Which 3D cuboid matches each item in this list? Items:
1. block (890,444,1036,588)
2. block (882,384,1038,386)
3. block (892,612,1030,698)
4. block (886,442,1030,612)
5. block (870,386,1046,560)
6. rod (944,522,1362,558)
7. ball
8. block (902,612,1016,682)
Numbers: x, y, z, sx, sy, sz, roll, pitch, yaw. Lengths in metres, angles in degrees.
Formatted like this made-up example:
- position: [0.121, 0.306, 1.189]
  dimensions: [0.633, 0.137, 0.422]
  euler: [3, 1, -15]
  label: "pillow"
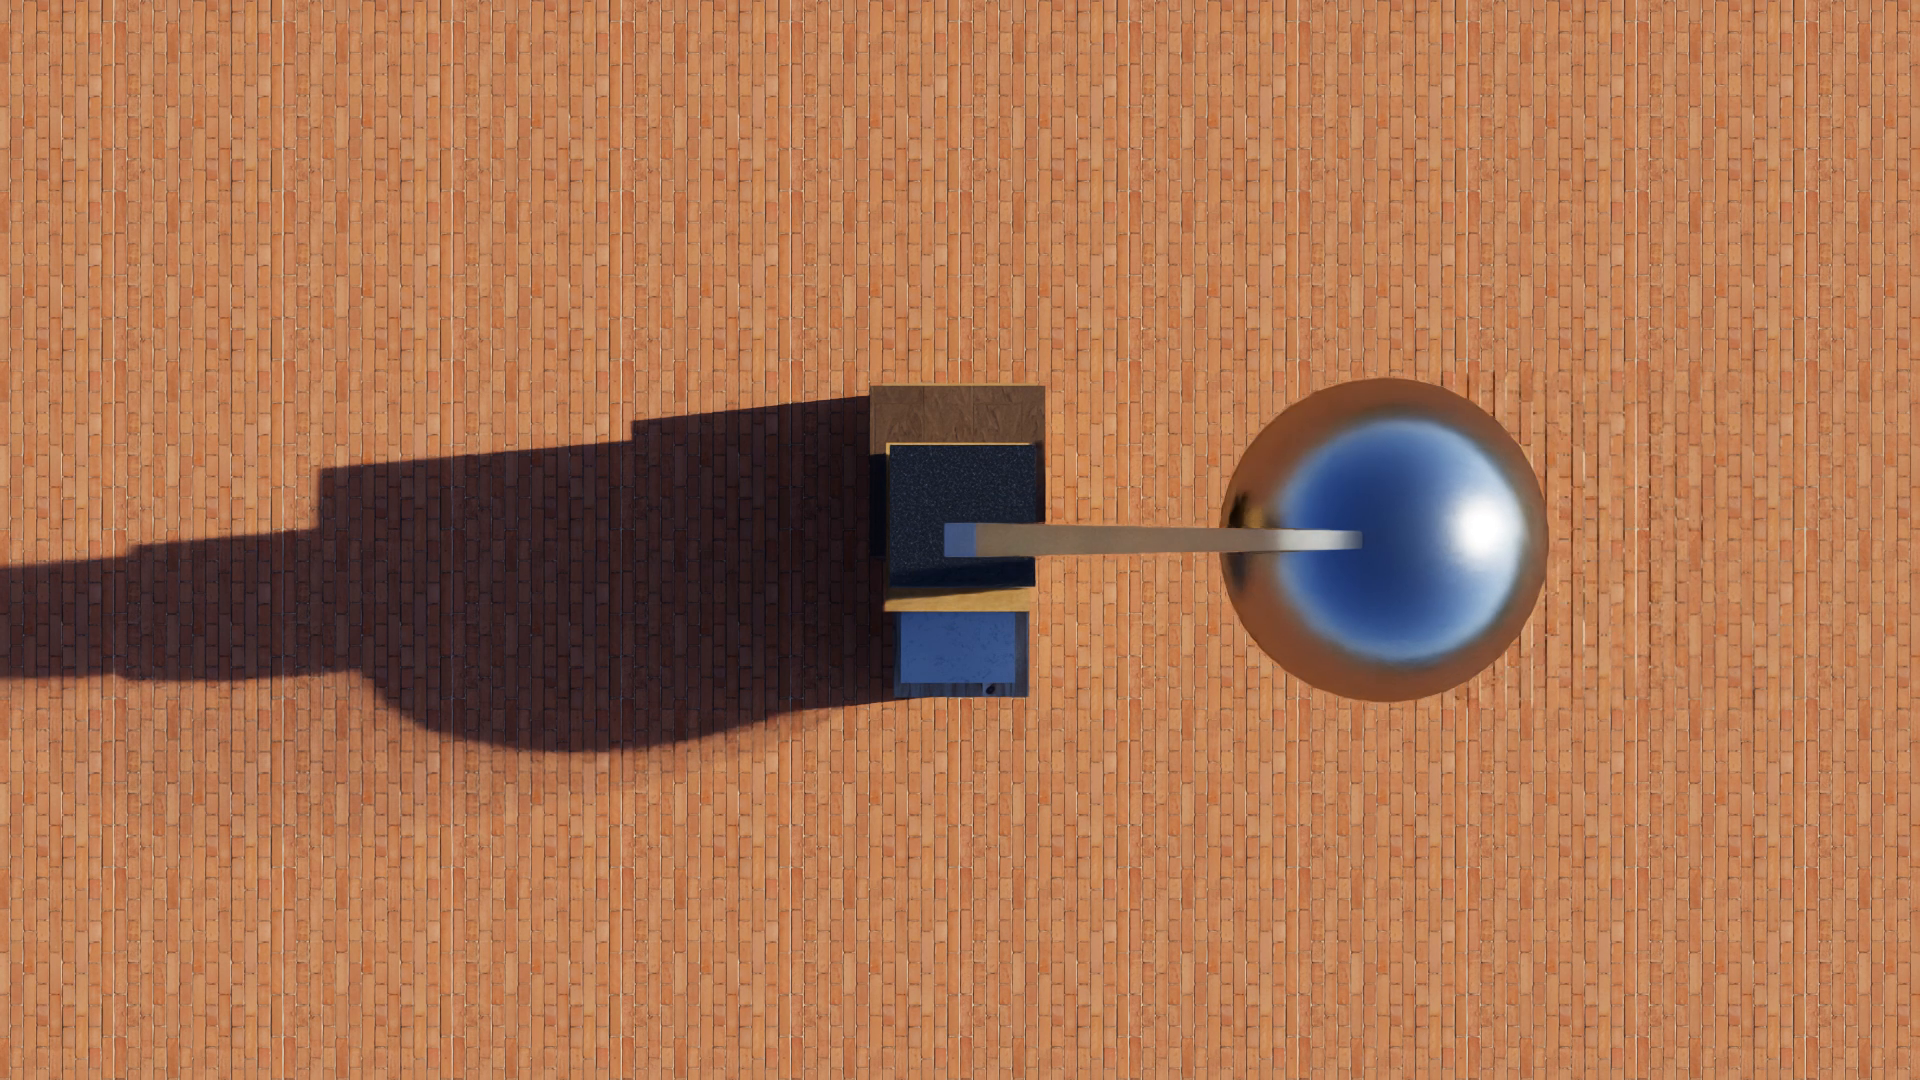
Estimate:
- position: [0.011, -0.100, 10.259]
  dimensions: [0.662, 0.569, 0.646]
  euler: [0, 88, 0]
  label: "block"
- position: [0.000, -0.418, 12.593]
  dimensions: [0.861, 0.814, 0.902]
  euler: [0, 90, 0]
  label: "block"
- position: [0.006, 0.456, 12.579]
  dimensions: [0.754, 0.842, 0.826]
  euler: [0, 90, 0]
  label: "block"
- position: [-0.011, -0.052, 10.863]
  dimensions: [0.687, 0.641, 0.809]
  euler: [0, 88, 0]
  label: "block"
- position: [-0.011, -0.337, 11.683]
  dimensions: [0.895, 0.977, 0.869]
  euler: [0, 88, 0]
  label: "block"
- position: [0.899, 0.000, 7.622]
  dimensions: [0.080, 5.200, 0.080]
  euler: [0, 90, 20]
  label: "rod"
- position: [2.074, 0.000, 10.812]
  dimensions: [1.600, 1.600, 1.600]
  euler: [0, 90, 0]
  label: "ball"
- position: [-0.010, 0.439, 11.870]
  dimensions: [0.601, 0.576, 0.627]
  euler: [0, 90, 0]
  label: "block"
